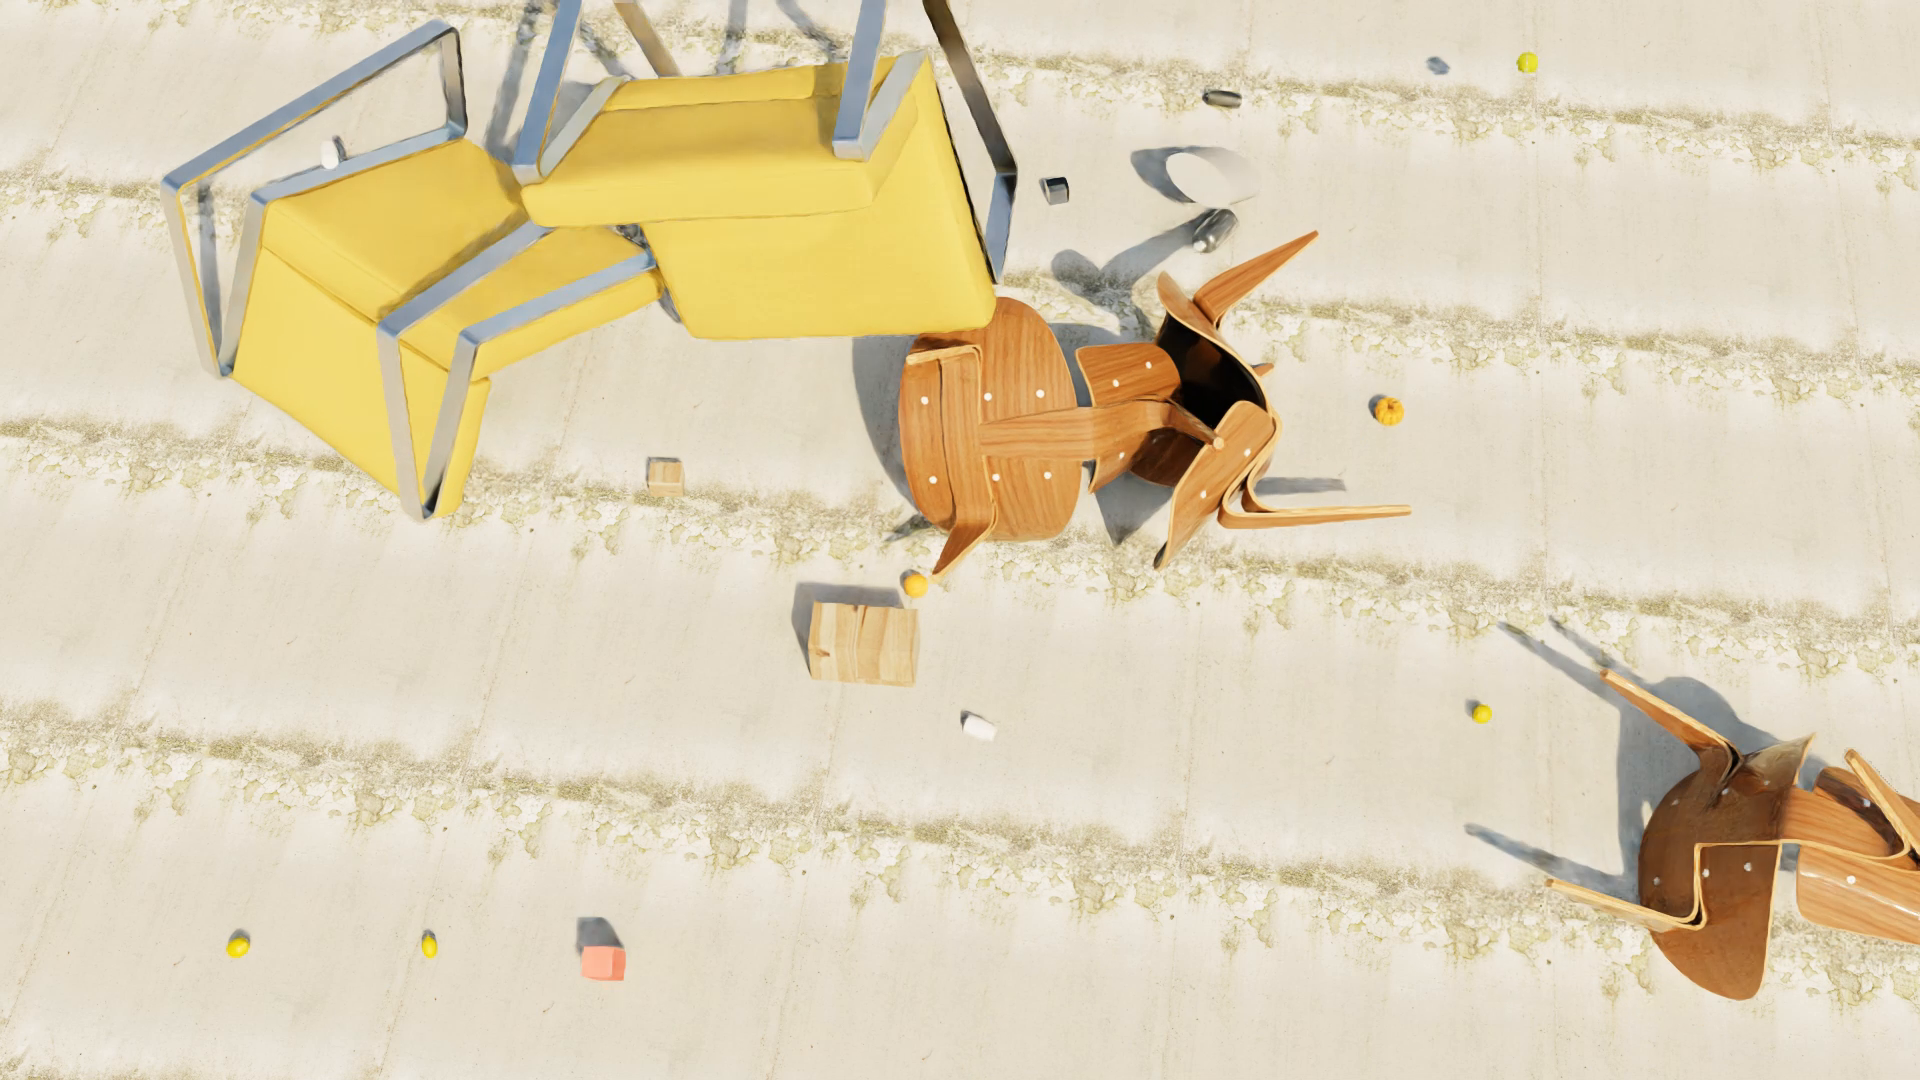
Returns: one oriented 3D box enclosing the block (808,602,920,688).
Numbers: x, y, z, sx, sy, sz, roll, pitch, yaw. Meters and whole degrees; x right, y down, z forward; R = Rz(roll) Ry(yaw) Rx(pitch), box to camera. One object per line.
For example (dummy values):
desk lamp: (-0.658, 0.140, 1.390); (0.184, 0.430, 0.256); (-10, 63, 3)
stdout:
block: (-0.270, 0.299, 6.256); (0.298, 0.195, 0.141); (4, 56, 3)

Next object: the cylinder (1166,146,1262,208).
cylinder: (0.829, -1.186, 7.168); (0.250, 0.131, 0.279); (37, 27, 14)

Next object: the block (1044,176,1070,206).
block: (0.323, -1.160, 7.313); (0.068, 0.066, 0.058); (-11, 57, -7)

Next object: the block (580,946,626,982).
block: (-0.929, 1.105, 5.737); (0.079, 0.134, 0.077); (1, 75, 7)

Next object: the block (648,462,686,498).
block: (-0.886, -0.182, 6.650); (0.097, 0.076, 0.074); (1, 56, 1)
